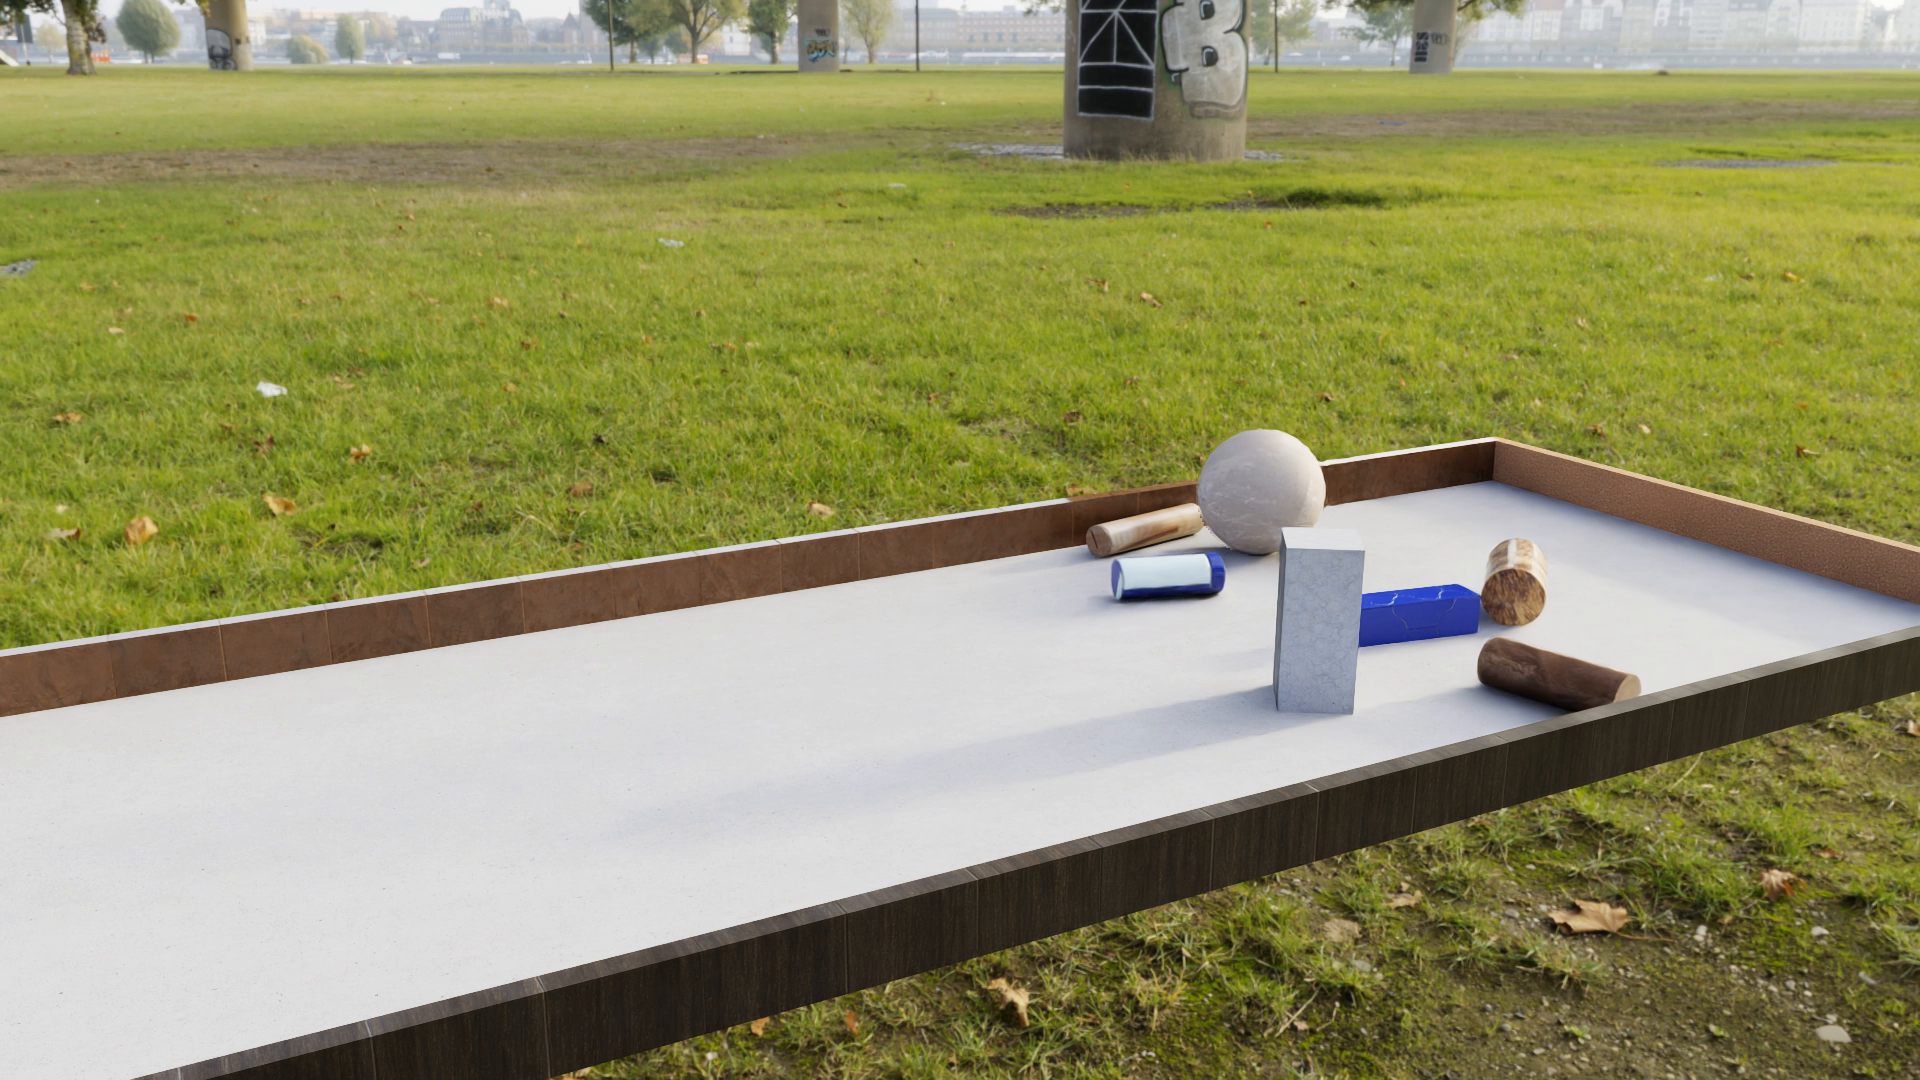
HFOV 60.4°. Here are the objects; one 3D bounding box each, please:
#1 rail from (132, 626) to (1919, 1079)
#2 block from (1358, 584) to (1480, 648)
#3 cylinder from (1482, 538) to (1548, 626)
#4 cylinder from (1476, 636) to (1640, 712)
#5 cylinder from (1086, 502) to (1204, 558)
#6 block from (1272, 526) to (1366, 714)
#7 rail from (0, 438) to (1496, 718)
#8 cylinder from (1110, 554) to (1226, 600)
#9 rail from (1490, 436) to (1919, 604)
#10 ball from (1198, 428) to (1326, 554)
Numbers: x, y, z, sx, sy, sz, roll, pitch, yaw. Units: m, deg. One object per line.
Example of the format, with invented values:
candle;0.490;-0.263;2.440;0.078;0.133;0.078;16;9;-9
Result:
rail;-2.336;1.006;1.665;12.000;0.150;0.050;-9;18;-27
block;1.209;0.204;4.469;0.386;0.109;0.109;-5;17;-17
cylinder;1.570;0.117;4.664;0.167;0.167;0.311;6;17;19
cylinder;1.441;0.337;3.982;0.128;0.128;0.357;-14;21;-39
cylinder;0.597;-0.034;5.288;0.430;0.102;0.102;-13;21;-37
block;0.860;0.192;3.975;0.179;0.409;0.179;2;16;6
rail;-3.305;0.497;3.399;12.000;0.150;0.050;-9;18;-27
cylinder;0.603;0.106;4.787;0.308;0.116;0.116;-4;17;-12
rail;2.466;-0.048;5.253;0.050;0.150;2.100;-9;18;-27
ball;0.945;-0.153;5.175;0.394;0.394;0.394;0;16;0
